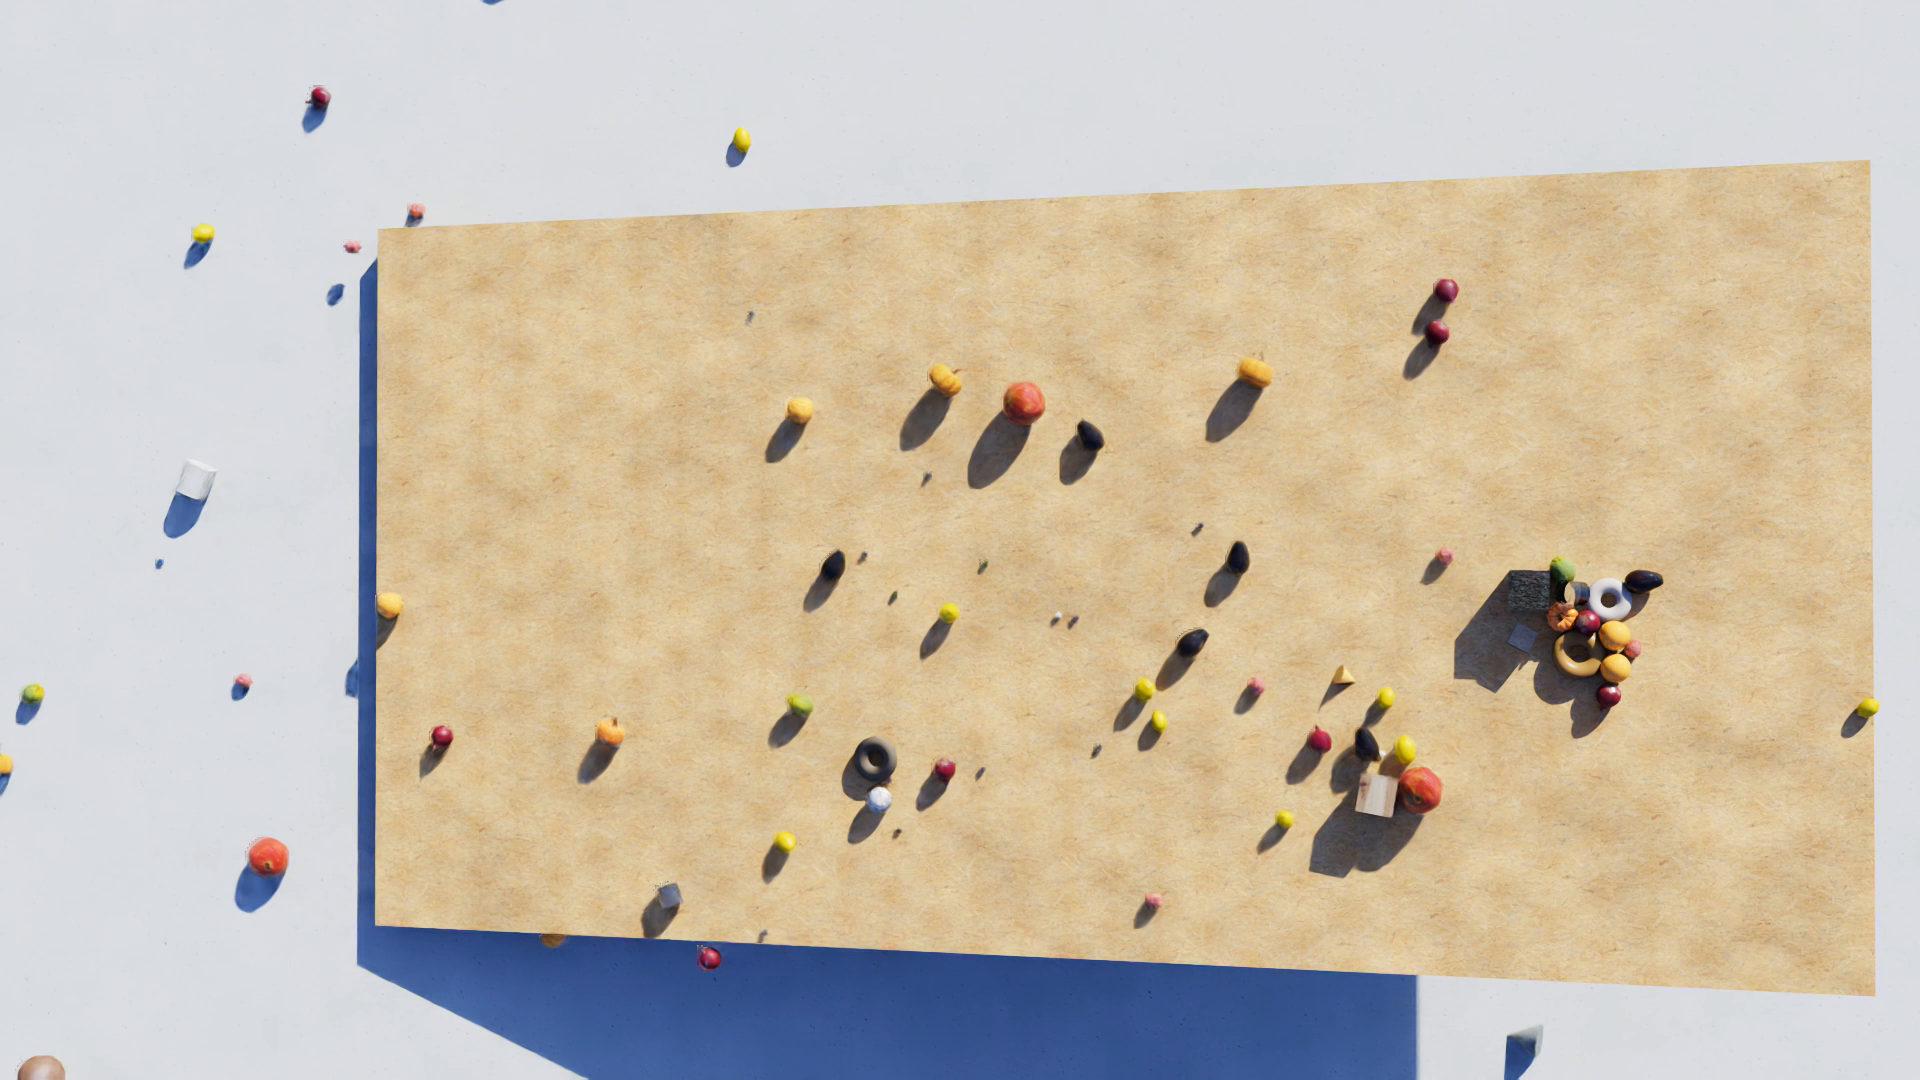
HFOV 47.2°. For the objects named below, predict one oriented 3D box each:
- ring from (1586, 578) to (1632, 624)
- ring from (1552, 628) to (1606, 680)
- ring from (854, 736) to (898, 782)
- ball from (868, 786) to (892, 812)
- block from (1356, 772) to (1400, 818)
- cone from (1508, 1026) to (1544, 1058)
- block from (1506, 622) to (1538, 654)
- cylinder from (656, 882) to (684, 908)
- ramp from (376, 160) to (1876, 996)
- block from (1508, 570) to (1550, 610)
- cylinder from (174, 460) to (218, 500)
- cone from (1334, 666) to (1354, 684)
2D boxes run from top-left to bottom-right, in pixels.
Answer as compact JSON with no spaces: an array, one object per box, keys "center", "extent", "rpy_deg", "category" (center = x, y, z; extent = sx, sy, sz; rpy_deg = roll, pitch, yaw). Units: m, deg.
[{"center":[1.592,0.148,5.397],"extent":[0.112,0.037,0.112],"rpy_deg":[0,88,15],"category":"ring"},{"center":[1.523,0.280,5.411],"extent":[0.130,0.043,0.130],"rpy_deg":[-1,88,15],"category":"ring"},{"center":[-0.226,0.586,5.889],"extent":[0.121,0.040,0.121],"rpy_deg":[0,90,14],"category":"ring"},{"center":[-0.213,0.693,5.869],"extent":[0.067,0.067,0.067],"rpy_deg":[0,89,0],"category":"ball"},{"center":[1.048,0.638,5.511],"extent":[0.091,0.091,0.091],"rpy_deg":[10,92,15],"category":"block"},{"center":[1.630,1.444,6.369],"extent":[0.095,0.095,0.095],"rpy_deg":[5,89,27],"category":"cone"},{"center":[1.392,0.242,5.440],"extent":[0.056,0.056,0.056],"rpy_deg":[27,96,14],"category":"block"},{"center":[-0.795,0.974,6.028],"extent":[0.060,0.060,0.060],"rpy_deg":[-17,84,0],"category":"cylinder"},{"center":[0.267,0.097,5.833],"extent":[4.000,0.100,2.000],"rpy_deg":[0,89,15],"category":"ramp"},{"center":[1.403,0.123,5.418],"extent":[0.097,0.097,0.097],"rpy_deg":[1,90,15],"category":"block"},{"center":[-2.212,-0.174,6.366],"extent":[0.090,0.090,0.090],"rpy_deg":[24,94,0],"category":"cylinder"},{"center":[0.981,0.350,5.569],"extent":[0.050,0.050,0.050],"rpy_deg":[25,89,-12],"category":"cone"}]
